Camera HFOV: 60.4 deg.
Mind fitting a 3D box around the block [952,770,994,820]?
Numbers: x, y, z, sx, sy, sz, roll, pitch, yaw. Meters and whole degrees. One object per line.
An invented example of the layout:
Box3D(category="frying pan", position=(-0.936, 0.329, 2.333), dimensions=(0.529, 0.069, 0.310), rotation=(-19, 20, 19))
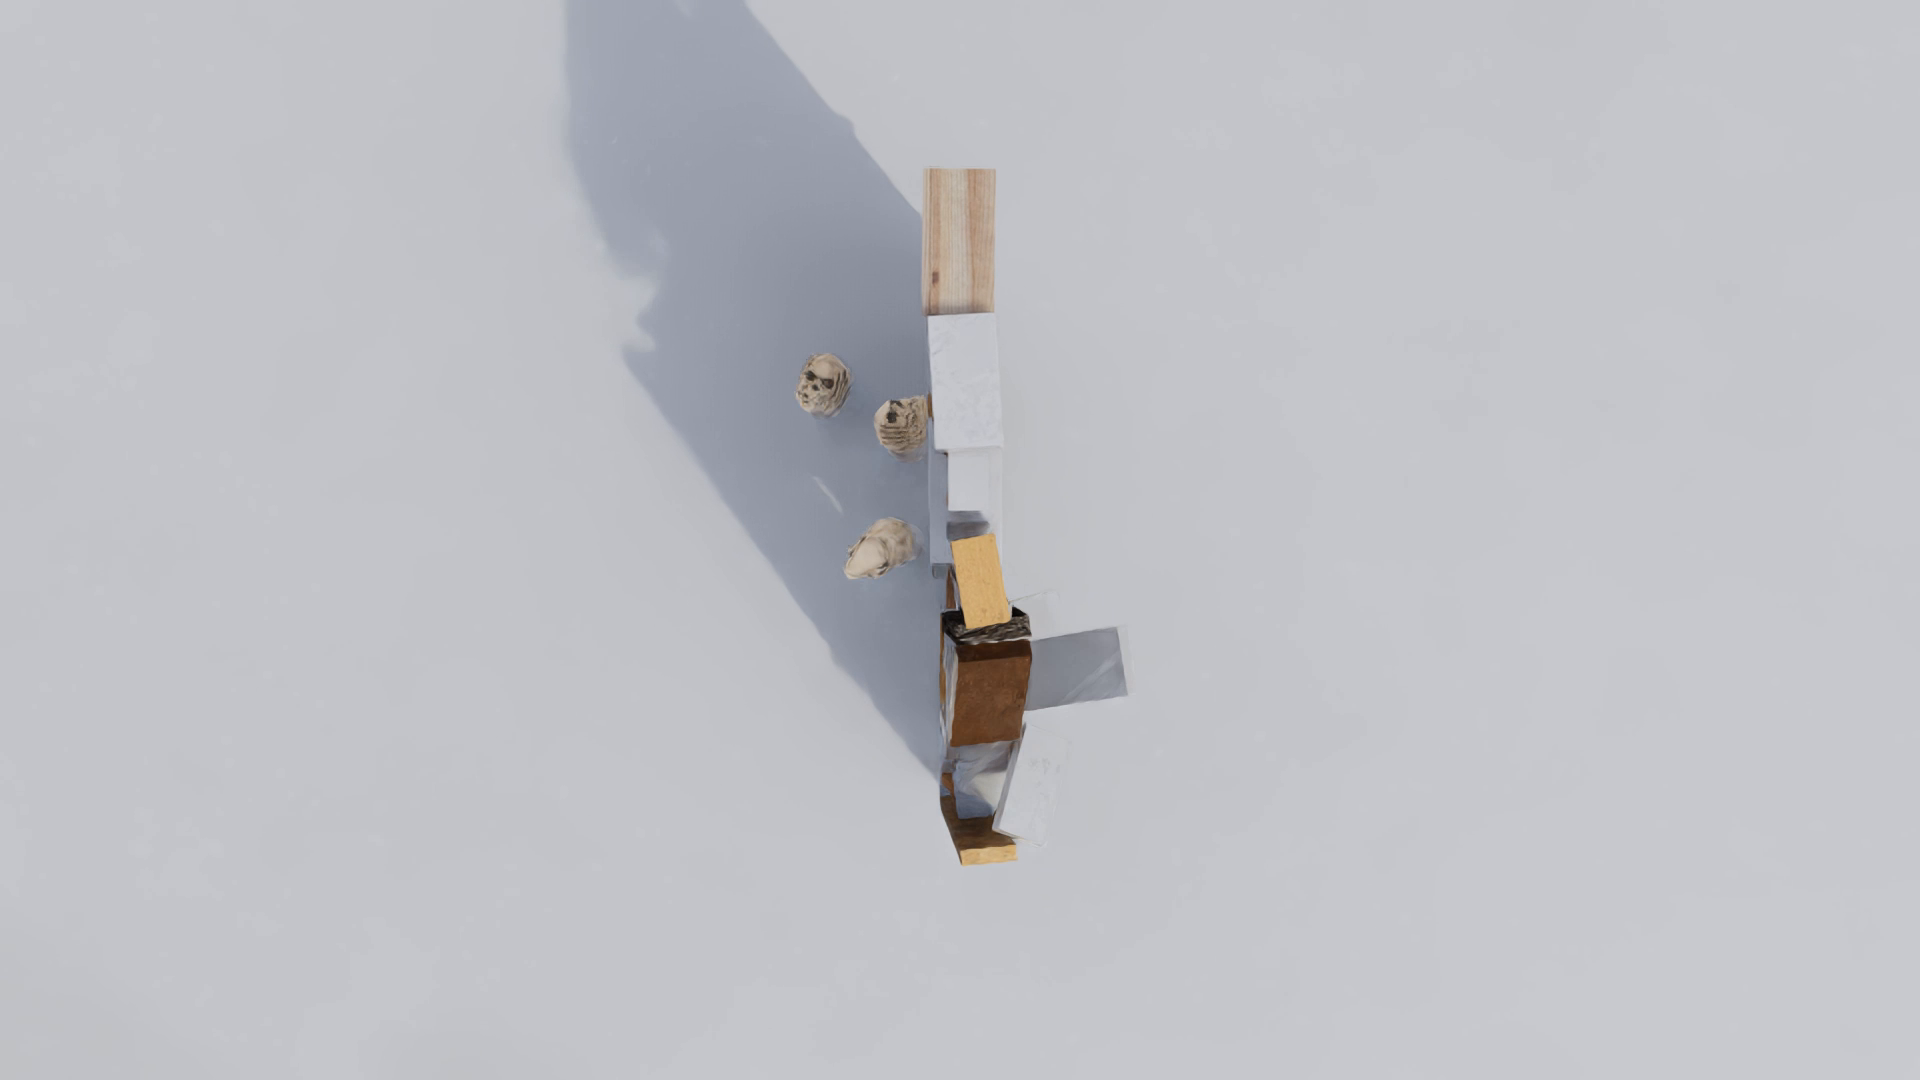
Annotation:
Box3D(category="block", position=(0.036, 0.676, 4.395), dimensions=(0.098, 0.196, 0.028), rotation=(-6, 50, 0))

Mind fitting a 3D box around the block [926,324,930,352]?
Box3D(category="block", position=(0.000, -0.515, 3.950), dimensions=(0.153, 0.365, 0.043), rotation=(-1, 110, 0))

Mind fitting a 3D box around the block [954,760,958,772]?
Box3D(category="block", position=(0.008, 0.661, 4.929), dimensions=(0.048, 0.095, 0.014), rotation=(8, 120, -8))

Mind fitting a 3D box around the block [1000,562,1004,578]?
Box3D(category="block", position=(0.031, 0.101, 4.696), dimensions=(0.174, 0.384, 0.049), rotation=(-8, 85, -1))

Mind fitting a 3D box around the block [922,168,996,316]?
Box3D(category="block", position=(-0.003, -0.680, 3.771), dimensions=(0.165, 0.047, 0.330), rotation=(1, 102, 0))

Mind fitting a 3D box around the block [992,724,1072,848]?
Box3D(category="block", position=(0.180, 0.608, 4.083), dimensions=(0.137, 0.039, 0.274), rotation=(25, 67, -20))

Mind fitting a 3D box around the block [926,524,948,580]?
Box3D(category="block", position=(0.011, 0.024, 4.273), dimensions=(0.179, 0.358, 0.051), rotation=(-6, 74, -1))

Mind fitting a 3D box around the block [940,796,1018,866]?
Box3D(category="block", position=(0.040, 0.784, 4.531), dimensions=(0.137, 0.979, 0.039), rotation=(-5, 89, -4))

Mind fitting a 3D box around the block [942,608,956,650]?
Box3D(category="block", position=(0.014, 0.211, 4.907), dimensions=(0.130, 0.037, 0.260), rotation=(-2, 90, -1))

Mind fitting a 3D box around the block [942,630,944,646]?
Box3D(category="block", position=(0.010, 0.296, 5.056), dimensions=(0.130, 0.260, 0.037), rotation=(0, 90, -1))

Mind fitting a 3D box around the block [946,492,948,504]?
Box3D(category="block", position=(0.013, -0.100, 3.953), dimensions=(0.092, 0.184, 0.026), rotation=(0, 91, -1))

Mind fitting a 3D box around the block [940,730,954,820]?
Box3D(category="block", position=(0.003, 0.718, 5.043), dimensions=(0.133, 0.038, 0.266), rotation=(0, 90, 0))

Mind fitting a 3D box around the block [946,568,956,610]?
Box3D(category="block", position=(0.025, 0.126, 4.339), dimensions=(0.117, 0.233, 0.033), rotation=(0, 67, -1))

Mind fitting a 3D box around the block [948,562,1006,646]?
Box3D(category="block", position=(0.048, 0.155, 4.206), dimensions=(0.117, 0.033, 0.233), rotation=(-11, 91, -5))

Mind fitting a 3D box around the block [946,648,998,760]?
Box3D(category="block", position=(0.039, 0.451, 4.562), dimensions=(0.152, 0.043, 0.304), rotation=(0, 90, -2))

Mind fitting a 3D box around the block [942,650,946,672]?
Box3D(category="block", position=(0.030, 0.348, 4.735), dimensions=(0.152, 0.304, 0.043), rotation=(-2, 91, -2))

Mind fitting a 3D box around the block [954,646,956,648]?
Box3D(category="block", position=(0.051, 0.269, 4.383), dimensions=(0.117, 0.319, 0.033), rotation=(-11, 76, -5))

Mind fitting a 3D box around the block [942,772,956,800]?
Box3D(category="block", position=(0.016, 0.705, 4.736), dimensions=(0.098, 0.569, 0.028), rotation=(-4, 87, -5))

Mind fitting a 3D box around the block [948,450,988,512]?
Box3D(category="block", position=(0.018, -0.159, 3.849), dimensions=(0.092, 0.026, 0.184), rotation=(0, 89, -1))

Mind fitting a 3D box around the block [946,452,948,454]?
Box3D(category="block", position=(0.011, -0.222, 3.955), dimensions=(0.092, 0.184, 0.026), rotation=(0, 91, -1))

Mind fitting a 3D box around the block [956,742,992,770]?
Box3D(category="block", position=(0.041, 0.585, 4.441), dimensions=(0.098, 0.196, 0.028), rotation=(-1, 99, -2))

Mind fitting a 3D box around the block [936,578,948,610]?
Box3D(category="block", position=(0.021, 0.010, 4.478), dimensions=(0.174, 0.049, 0.348), rotation=(-2, 90, -1))

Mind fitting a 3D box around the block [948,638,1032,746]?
Box3D(category="block", position=(0.068, 0.370, 3.955), dimensions=(0.174, 0.347, 0.049), rotation=(-5, 50, -9))

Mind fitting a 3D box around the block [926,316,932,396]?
Box3D(category="block", position=(-0.007, -0.528, 4.149), dimensions=(0.160, 0.045, 0.320), rotation=(-1, 84, 0))

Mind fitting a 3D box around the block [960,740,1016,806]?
Box3D(category="block", position=(0.131, 0.584, 4.240), dimensions=(0.137, 0.039, 0.274), rotation=(25, 130, -22))

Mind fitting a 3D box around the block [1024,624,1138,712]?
Box3D(category="block", position=(0.211, 0.342, 4.201), dimensions=(0.512, 0.049, 0.174), rotation=(-13, 82, 36))

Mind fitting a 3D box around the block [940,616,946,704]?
Box3D(category="block", position=(0.005, 0.376, 5.205), dimensions=(0.137, 0.039, 0.275), rotation=(0, 90, -1))

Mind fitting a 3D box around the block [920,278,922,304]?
Box3D(category="block", position=(-0.008, -0.630, 3.977), dimensions=(0.165, 0.330, 0.047), rotation=(-1, 110, 0))

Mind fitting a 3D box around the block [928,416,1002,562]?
Box3D(category="block", position=(0.013, -0.124, 4.071), dimensions=(0.179, 0.051, 0.358), rotation=(-1, 89, -1))

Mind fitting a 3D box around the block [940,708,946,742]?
Box3D(category="block", position=(0.025, 0.544, 4.832), dimensions=(0.152, 0.496, 0.043), rotation=(2, 92, -3))

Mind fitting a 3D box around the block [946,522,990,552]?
Box3D(category="block", position=(0.020, -0.009, 3.939), dimensions=(0.103, 0.207, 0.029), rotation=(0, 102, -1))

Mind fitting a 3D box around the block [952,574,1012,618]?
Box3D(category="block", position=(0.051, 0.134, 4.014), dimensions=(0.104, 0.350, 0.029), rotation=(-6, 103, -5))

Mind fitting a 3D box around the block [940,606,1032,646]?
Box3D(category="block", position=(0.059, 0.204, 4.015), dimensions=(0.174, 0.347, 0.049), rotation=(-7, 93, -6))

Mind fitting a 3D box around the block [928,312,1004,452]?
Box3D(category="block", position=(0.012, -0.356, 3.729), dimensions=(0.153, 0.043, 0.307), rotation=(-3, 81, -1))

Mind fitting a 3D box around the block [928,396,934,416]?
Box3D(category="block", position=(-0.003, -0.345, 4.314), dimensions=(0.160, 0.319, 0.045), rotation=(-1, 65, 0))

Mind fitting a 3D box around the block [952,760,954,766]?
Box3D(category="block", position=(0.000, 0.645, 4.989), dimensions=(0.048, 0.014, 0.095), rotation=(3, 129, 0))

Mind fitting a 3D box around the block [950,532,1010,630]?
Box3D(category="block", position=(0.047, 0.095, 3.820), dimensions=(0.104, 0.029, 0.207), rotation=(-10, 92, -5))
